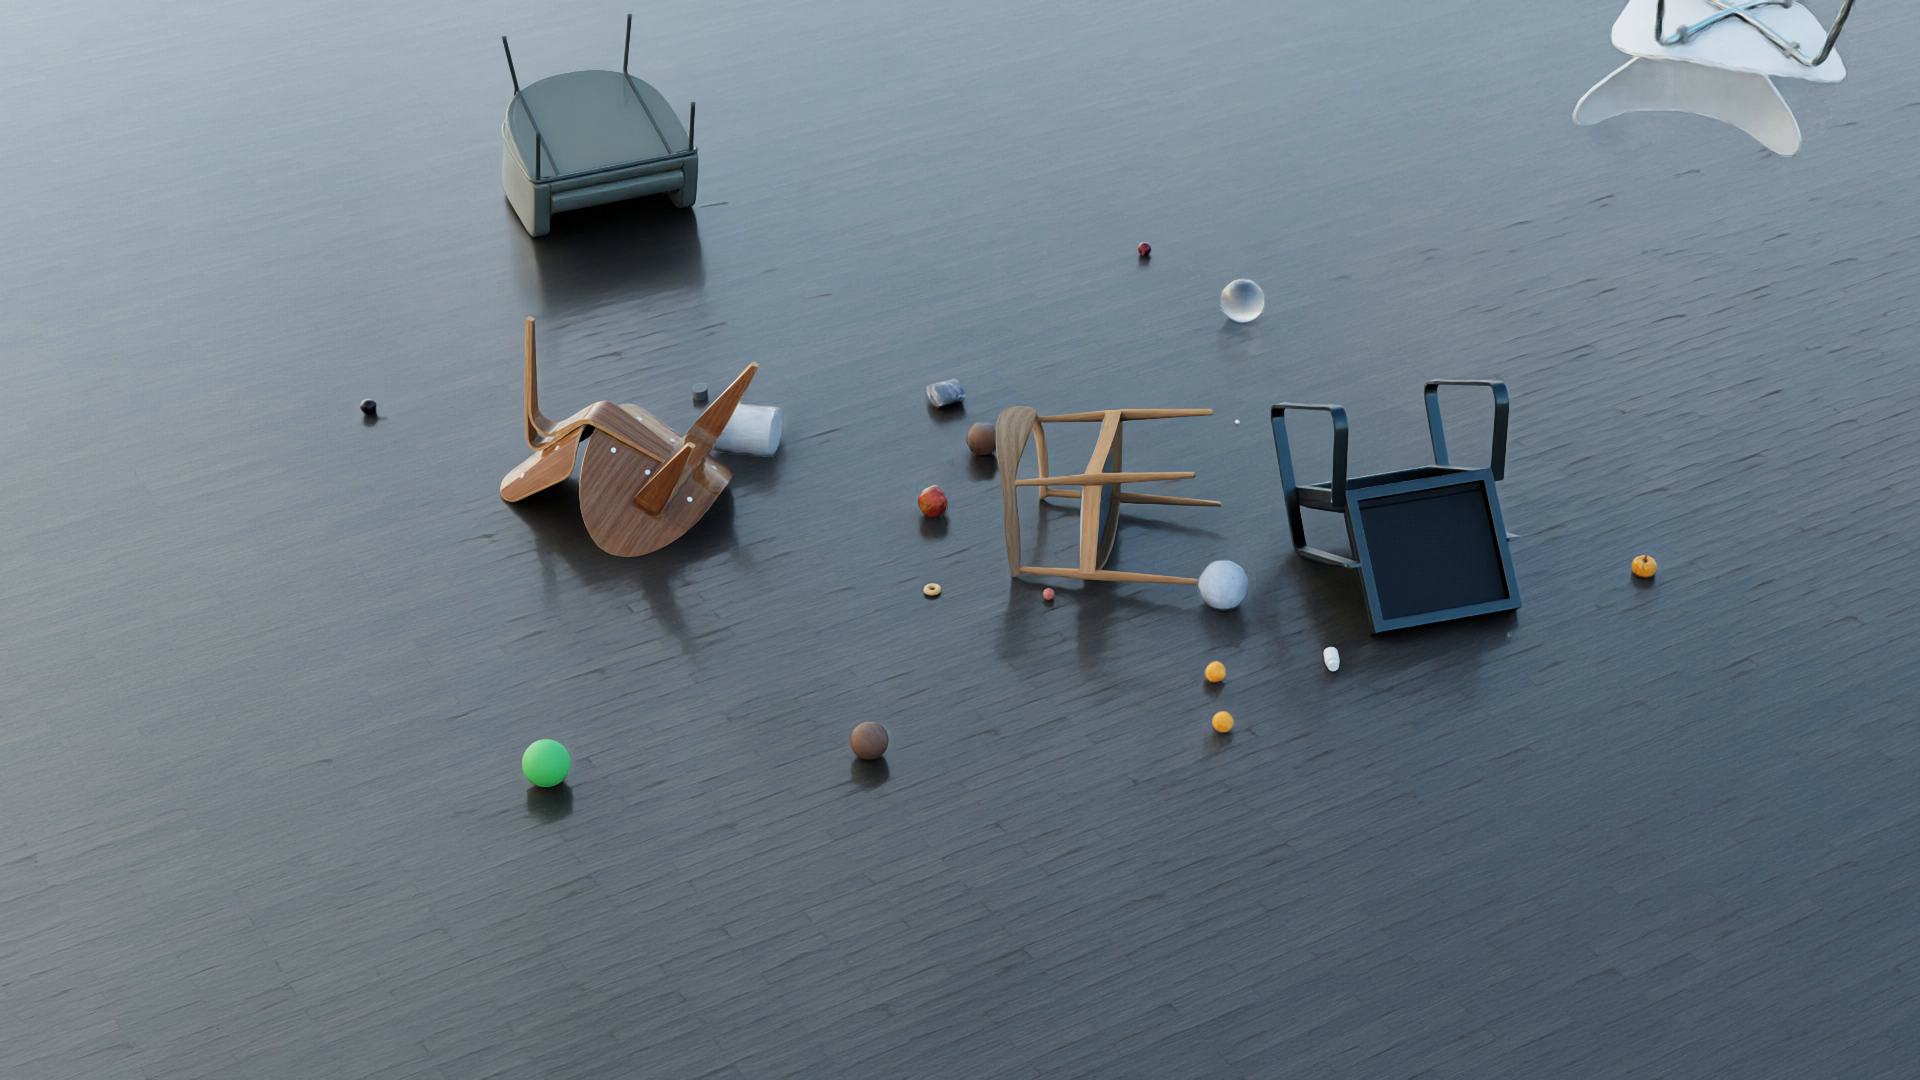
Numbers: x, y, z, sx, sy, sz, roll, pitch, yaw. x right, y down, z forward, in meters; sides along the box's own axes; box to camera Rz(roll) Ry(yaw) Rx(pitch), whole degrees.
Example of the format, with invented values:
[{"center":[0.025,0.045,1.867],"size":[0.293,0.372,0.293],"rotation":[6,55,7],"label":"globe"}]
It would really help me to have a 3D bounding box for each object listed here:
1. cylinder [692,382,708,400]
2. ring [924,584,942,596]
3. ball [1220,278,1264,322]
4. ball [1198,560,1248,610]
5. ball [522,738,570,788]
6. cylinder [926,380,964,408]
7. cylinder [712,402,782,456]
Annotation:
[{"center":[-1.048,-0.599,11.819],"size":[0.060,0.038,0.084],"rotation":[4,34,6],"label":"cylinder"},{"center":[-0.100,0.180,10.653],"size":[0.068,0.021,0.061],"rotation":[-28,43,-36],"label":"ring"},{"center":[1.185,-1.004,12.301],"size":[0.184,0.184,0.184],"rotation":[0,33,0],"label":"ball"},{"center":[0.947,0.161,10.538],"size":[0.179,0.179,0.179],"rotation":[0,33,0],"label":"ball"},{"center":[-1.366,0.737,9.681],"size":[0.160,0.160,0.160],"rotation":[0,33,0],"label":"ball"},{"center":[-0.057,-0.589,11.765],"size":[0.111,0.080,0.121],"rotation":[-16,35,-23],"label":"cylinder"},{"center":[-0.829,-0.434,11.442],"size":[0.224,0.177,0.235],"rotation":[6,29,9],"label":"cylinder"}]
